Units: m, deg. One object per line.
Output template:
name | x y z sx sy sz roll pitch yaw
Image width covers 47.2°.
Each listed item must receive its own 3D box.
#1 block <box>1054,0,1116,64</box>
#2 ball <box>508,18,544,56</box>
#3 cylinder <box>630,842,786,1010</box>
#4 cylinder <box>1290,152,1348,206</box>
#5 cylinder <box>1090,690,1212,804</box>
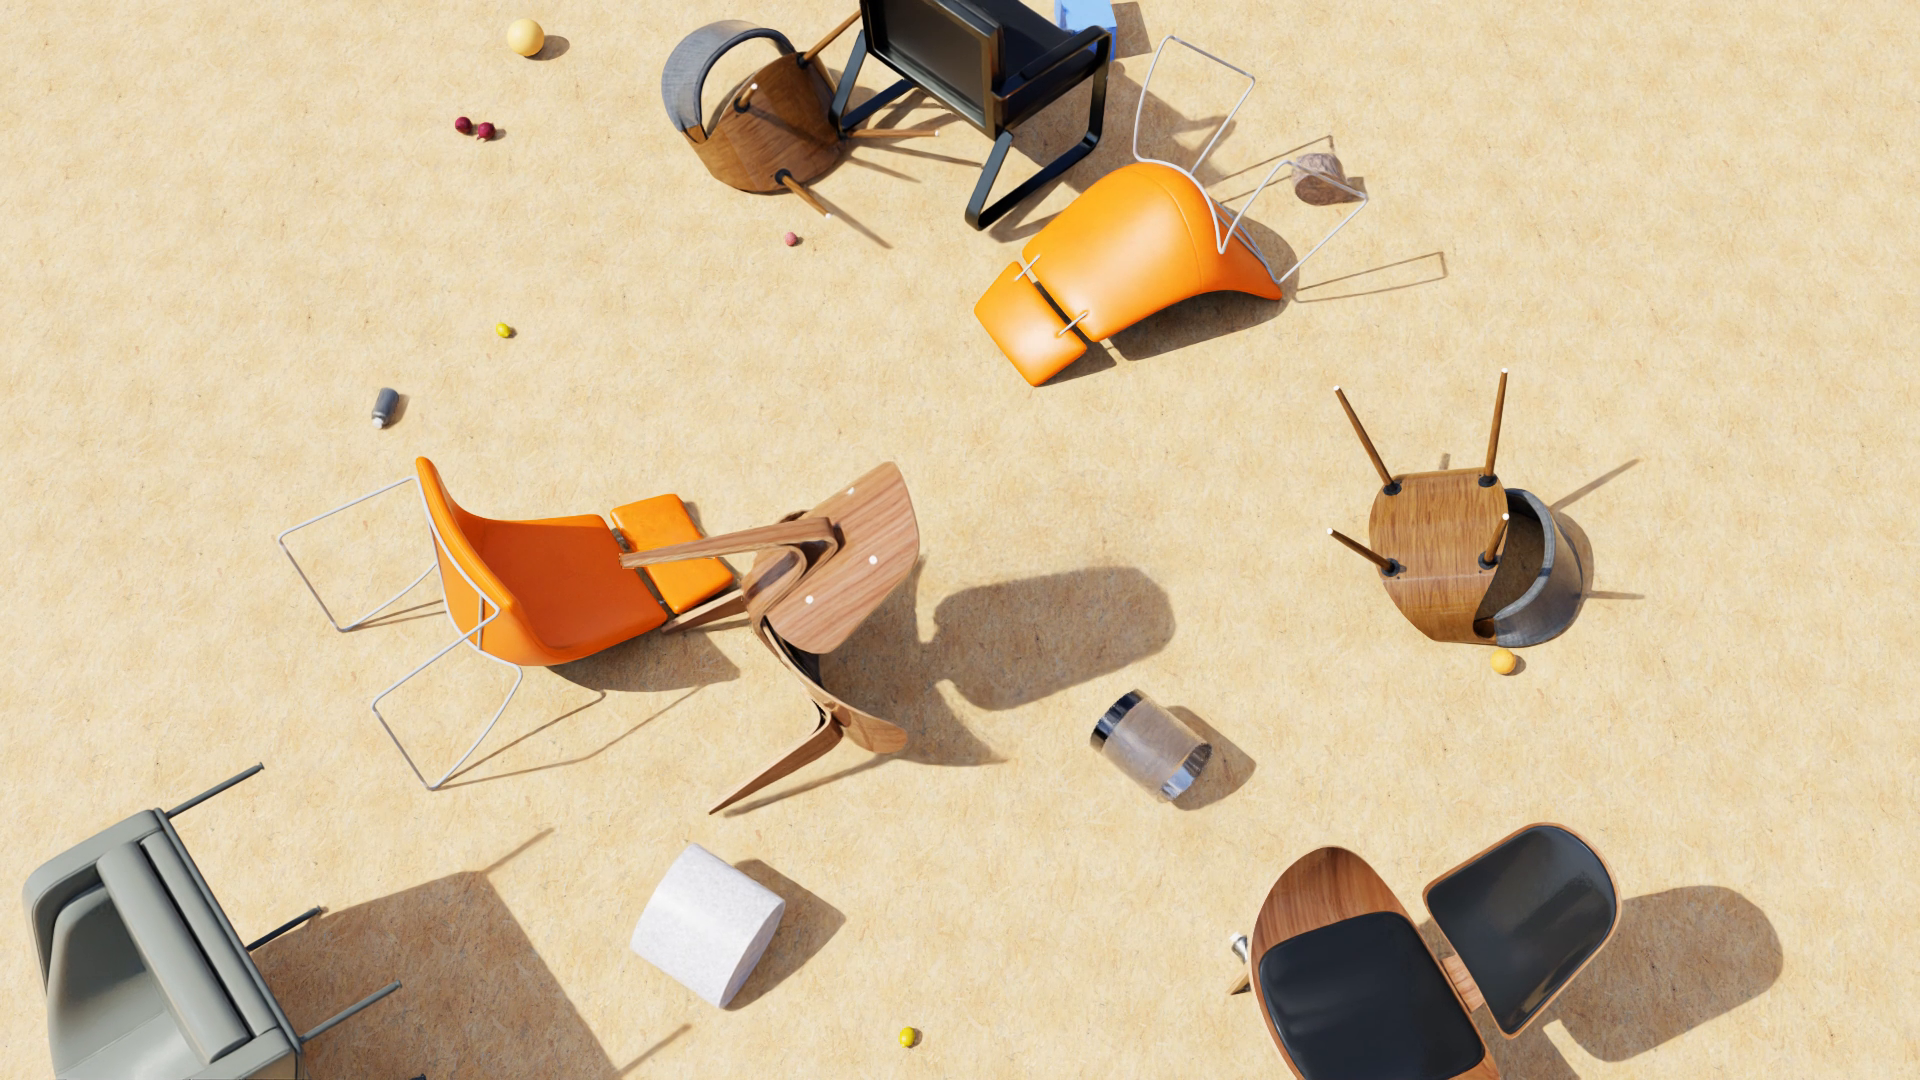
block | 0.438 -1.823 7.702 0.166 0.158 0.265 -7 56 -5
ball | -1.515 -1.754 7.673 0.129 0.129 0.129 0 56 0
cylinder | -0.664 1.013 5.778 0.296 0.146 0.329 29 86 18
cylinder | 1.189 -1.195 7.282 0.186 0.148 0.094 12 52 -24
cylinder | 0.525 0.568 6.053 0.247 0.258 0.206 38 109 23
